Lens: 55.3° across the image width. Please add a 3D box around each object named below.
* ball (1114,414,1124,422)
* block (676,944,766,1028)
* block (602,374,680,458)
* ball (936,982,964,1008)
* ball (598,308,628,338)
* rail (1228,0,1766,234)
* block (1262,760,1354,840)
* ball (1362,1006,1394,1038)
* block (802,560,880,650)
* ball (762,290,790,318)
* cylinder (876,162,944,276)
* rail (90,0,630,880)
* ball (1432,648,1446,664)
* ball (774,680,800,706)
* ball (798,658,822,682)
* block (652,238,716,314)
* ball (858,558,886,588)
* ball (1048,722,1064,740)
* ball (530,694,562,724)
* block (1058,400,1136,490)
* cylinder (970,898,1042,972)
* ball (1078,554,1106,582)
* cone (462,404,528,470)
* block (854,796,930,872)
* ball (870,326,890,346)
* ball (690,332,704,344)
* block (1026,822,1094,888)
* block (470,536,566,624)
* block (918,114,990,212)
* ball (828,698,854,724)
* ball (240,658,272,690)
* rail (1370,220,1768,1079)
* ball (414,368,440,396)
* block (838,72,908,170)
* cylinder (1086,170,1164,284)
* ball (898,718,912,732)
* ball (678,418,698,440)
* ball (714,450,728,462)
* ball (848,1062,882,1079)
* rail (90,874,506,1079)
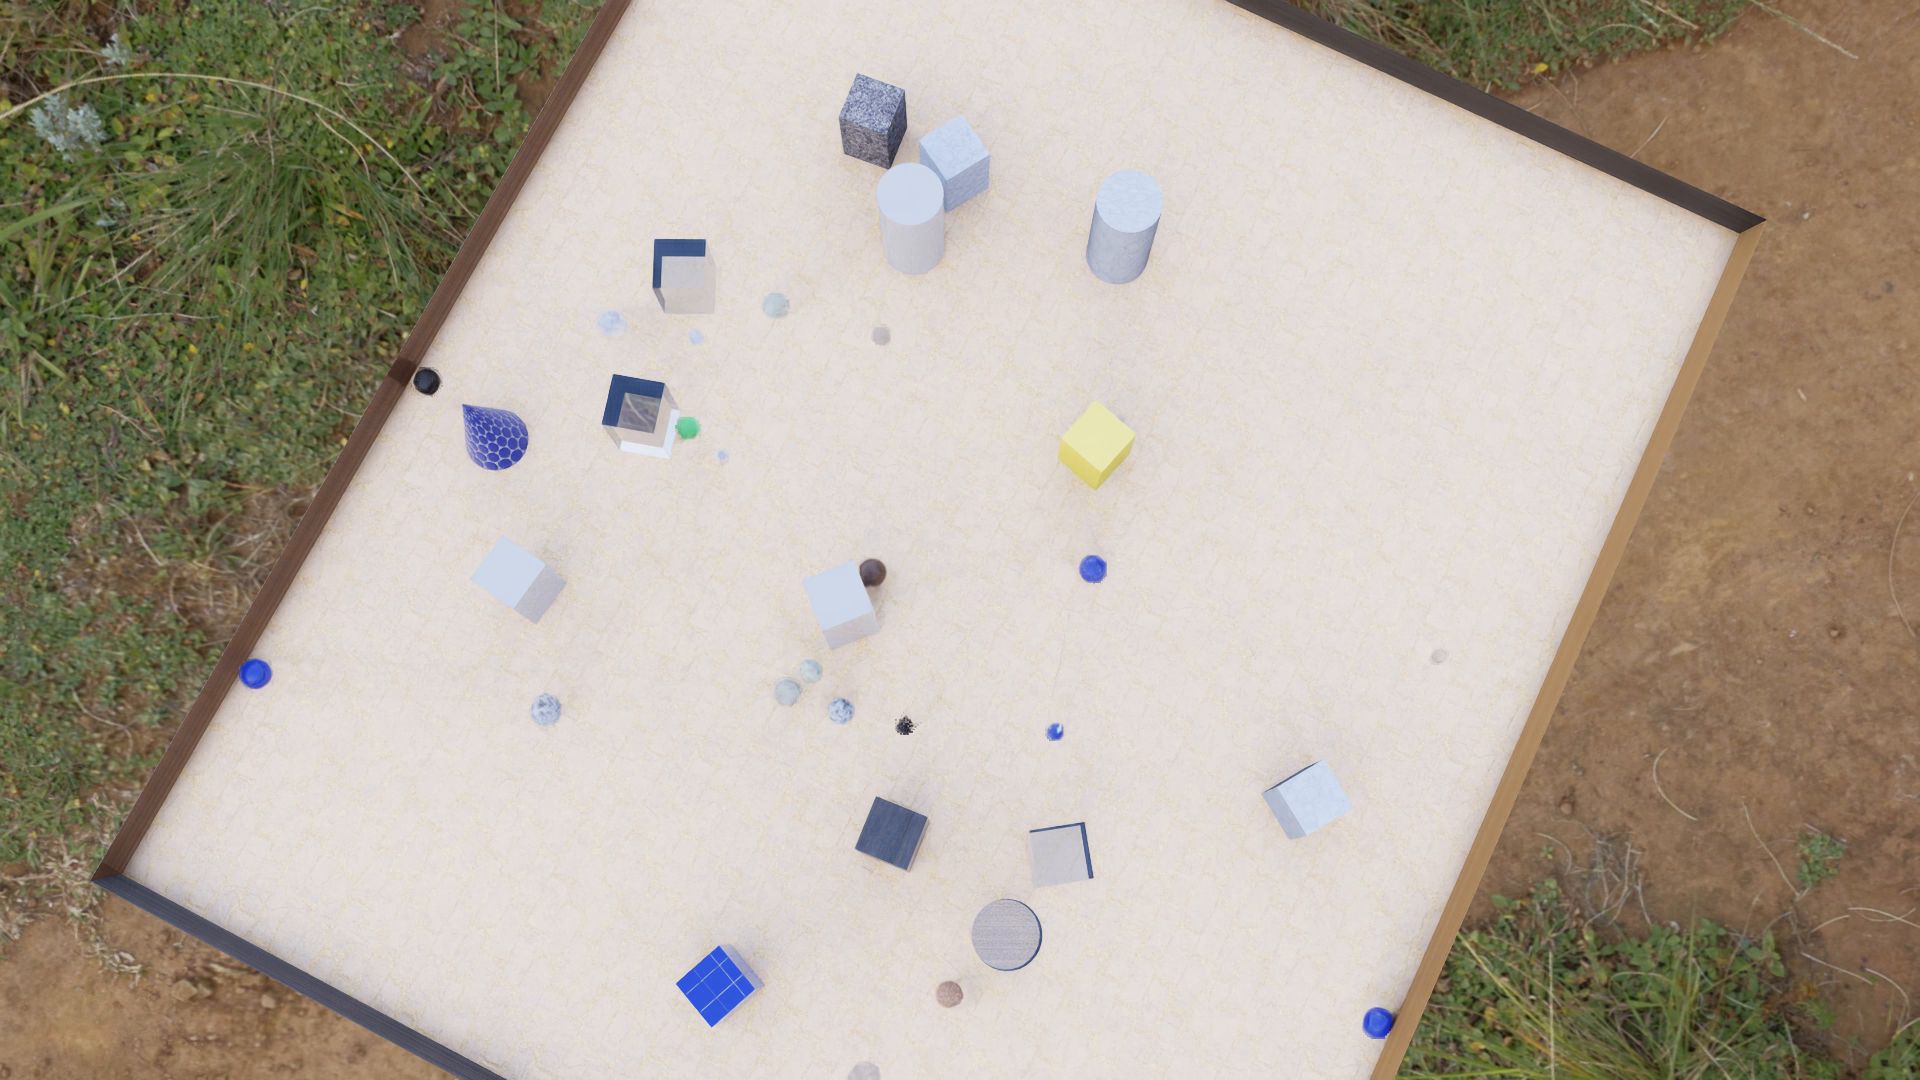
[{"bbox_3d":[0.484,-0.365,5.666,0.051,0.051,0.051,0,78,0],"label":"ball"},{"bbox_3d":[-0.678,1.265,5.214,0.158,0.276,0.158,-41,81,-8],"label":"block"},{"bbox_3d":[-0.961,-0.371,5.539,0.158,0.302,0.158,10,78,2],"label":"block"},{"bbox_3d":[-0.029,1.316,5.306,0.076,0.076,0.076,0,78,0],"label":"ball"},{"bbox_3d":[-1.082,-0.676,5.710,0.090,0.090,0.090,0,78,0],"label":"ball"},{"bbox_3d":[0.895,-1.747,5.912,3.587,0.128,0.045,26,80,5],"label":"rail"},{"bbox_3d":[1.005,0.755,5.317,0.158,0.281,0.158,-30,80,-6],"label":"block"},{"bbox_3d":[1.205,1.391,5.285,0.086,0.086,0.086,0,78,0],"label":"ball"},{"bbox_3d":[-0.346,0.196,5.381,0.158,0.382,0.158,-22,79,-4],"label":"block"},{"bbox_3d":[-0.575,-0.737,5.726,0.085,0.085,0.085,0,78,0],"label":"ball"},{"bbox_3d":[-0.147,-0.976,5.603,0.197,0.423,0.197,0,78,0],"label":"cylinder"},{"bbox_3d":[-1.583,-0.768,5.709,0.045,0.128,4.052,26,80,5],"label":"rail"},{"bbox_3d":[1.444,0.349,5.522,0.044,0.044,0.044,0,78,0],"label":"ball"},{"bbox_3d":[-0.517,0.457,5.481,0.080,0.080,0.080,0,78,0],"label":"ball"},{"bbox_3d":[-0.451,0.392,5.500,0.070,0.070,0.070,0,78,0],"label":"ball"},{"bbox_3d":[-0.850,-0.813,5.663,0.158,0.239,0.158,0,78,0],"label":"block"},{"bbox_3d":[-0.266,0.100,5.551,0.088,0.088,0.088,0,78,0],"label":"ball"},{"bbox_3d":[0.286,0.571,5.472,0.051,0.051,0.051,0,78,0],"label":"ball"},{"bbox_3d":[-1.233,0.505,5.466,0.090,0.090,0.090,0,78,0],"label":"ball"},{"bbox_3d":[0.412,-0.283,5.553,0.158,0.239,0.158,41,81,8],"label":"block"},{"bbox_3d":[0.130,1.126,5.228,0.197,0.305,0.197,0,78,0],"label":"cylinder"},{"bbox_3d":[0.401,0.086,5.556,0.084,0.084,0.084,0,78,0],"label":"ball"},{"bbox_3d":[-1.436,-0.352,5.481,0.197,0.407,0.197,0,78,0],"label":"cone"},{"bbox_3d":[-0.192,0.851,5.279,0.158,0.315,0.158,21,79,4],"label":"block"},{"bbox_3d":[-0.248,-0.636,5.718,0.060,0.060,0.060,0,78,0],"label":"ball"},{"bbox_3d":[-0.824,-0.631,5.725,0.042,0.042,0.042,0,78,0],"label":"ball"},{"bbox_3d":[0.284,0.909,5.271,0.158,0.309,0.158,-9,78,-2],"label":"block"},{"bbox_3d":[-1.308,0.121,5.444,0.158,0.289,0.158,33,80,6],"label":"block"},{"bbox_3d":[-0.017,-1.174,5.726,0.158,0.261,0.158,-32,80,-6],"label":"block"},{"bbox_3d":[-0.357,0.508,5.471,0.078,0.078,0.078,0,78,0],"label":"ball"},{"bbox_3d":[-2.106,0.401,5.488,0.090,0.090,0.090,0,78,0],"label":"ball"},{"bbox_3d":[1.583,0.782,5.388,0.045,0.128,4.052,26,80,5],"label":"rail"},{"bbox_3d":[-1.650,-0.489,5.676,0.082,0.082,0.082,0,78,0],"label":"ball"},{"bbox_3d":[-0.271,-1.310,5.749,0.158,0.273,0.158,20,79,4],"label":"block"},{"bbox_3d":[0.497,-0.948,5.585,0.197,0.446,0.197,0,78,0],"label":"cylinder"},{"bbox_3d":[-0.164,0.554,5.479,0.045,0.045,0.045,0,78,0],"label":"ball"},{"bbox_3d":[-0.839,-0.343,5.655,0.065,0.065,0.065,0,78,0],"label":"ball"},{"bbox_3d":[-0.735,-0.258,5.649,0.041,0.041,0.041,0,78,0],"label":"ball"},{"bbox_3d":[-0.272,1.543,5.247,0.098,0.098,0.098,0,78,0],"label":"ball"},{"bbox_3d":[-0.895,1.760,5.186,3.587,0.128,0.045,26,80,5],"label":"rail"}]
